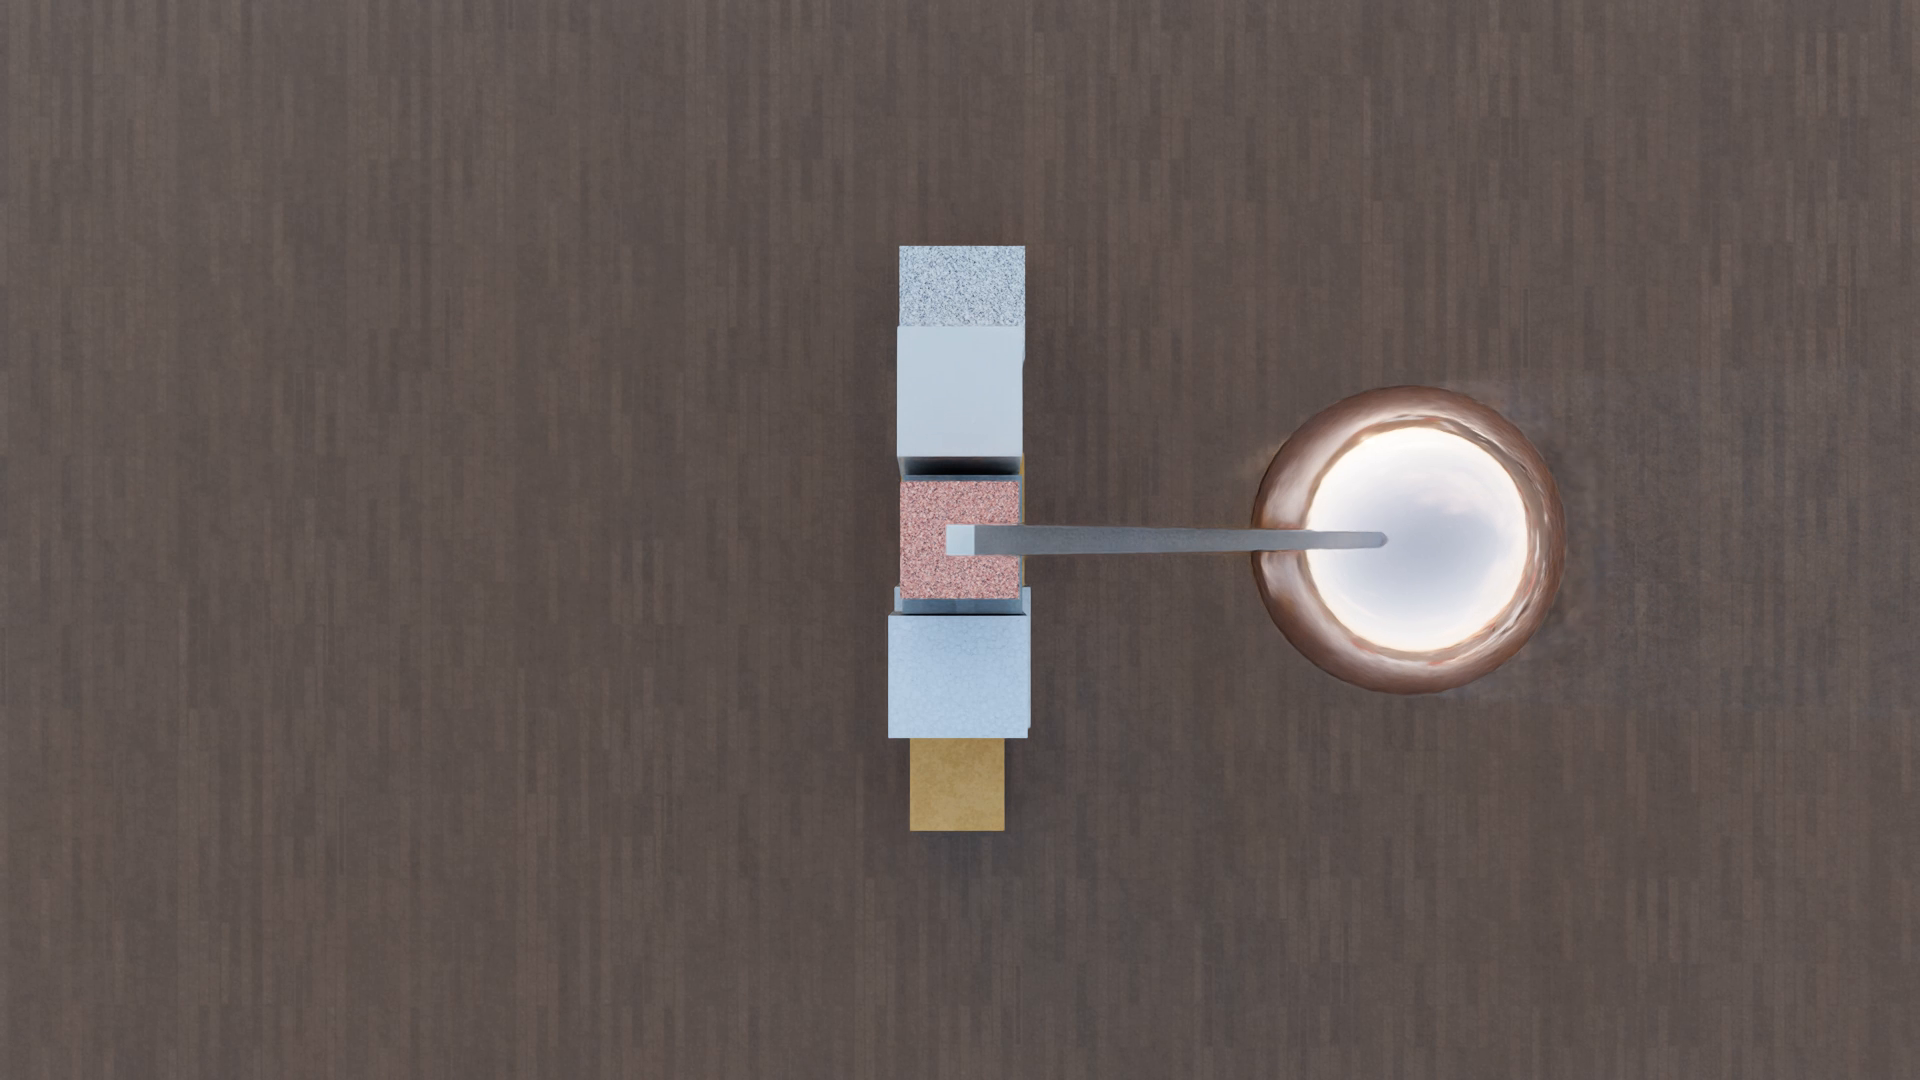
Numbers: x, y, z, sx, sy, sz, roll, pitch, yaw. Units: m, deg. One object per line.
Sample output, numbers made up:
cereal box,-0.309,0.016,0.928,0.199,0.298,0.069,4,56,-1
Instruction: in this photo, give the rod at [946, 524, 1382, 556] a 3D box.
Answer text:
rod,0.994,0.000,8.177,0.080,5.200,0.080,0,90,22

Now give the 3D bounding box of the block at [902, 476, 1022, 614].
block,0.013,0.023,11.897,0.631,0.625,0.729,0,90,0

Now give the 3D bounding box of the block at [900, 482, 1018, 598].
block,-0.002,0.000,11.271,0.592,0.627,0.584,0,90,0

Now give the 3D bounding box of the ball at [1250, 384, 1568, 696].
ball,2.295,0.000,11.318,1.600,1.600,1.600,0,90,0

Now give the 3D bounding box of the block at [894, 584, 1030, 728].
block,0.015,0.657,12.644,0.759,0.712,0.786,0,90,0

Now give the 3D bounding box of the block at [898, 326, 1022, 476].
block,-0.001,-0.736,11.857,0.652,0.755,0.688,0,84,0

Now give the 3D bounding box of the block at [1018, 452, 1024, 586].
block,0.015,-0.115,12.604,0.685,0.791,0.737,0,90,0

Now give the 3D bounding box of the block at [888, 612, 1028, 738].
block,-0.011,0.718,11.914,0.729,0.748,0.641,0,90,0

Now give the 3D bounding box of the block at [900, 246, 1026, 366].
block,0.013,-1.324,12.635,0.700,0.731,0.633,0,90,0

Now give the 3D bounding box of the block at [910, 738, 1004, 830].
block,-0.015,1.350,12.704,0.532,0.592,0.581,0,90,0
